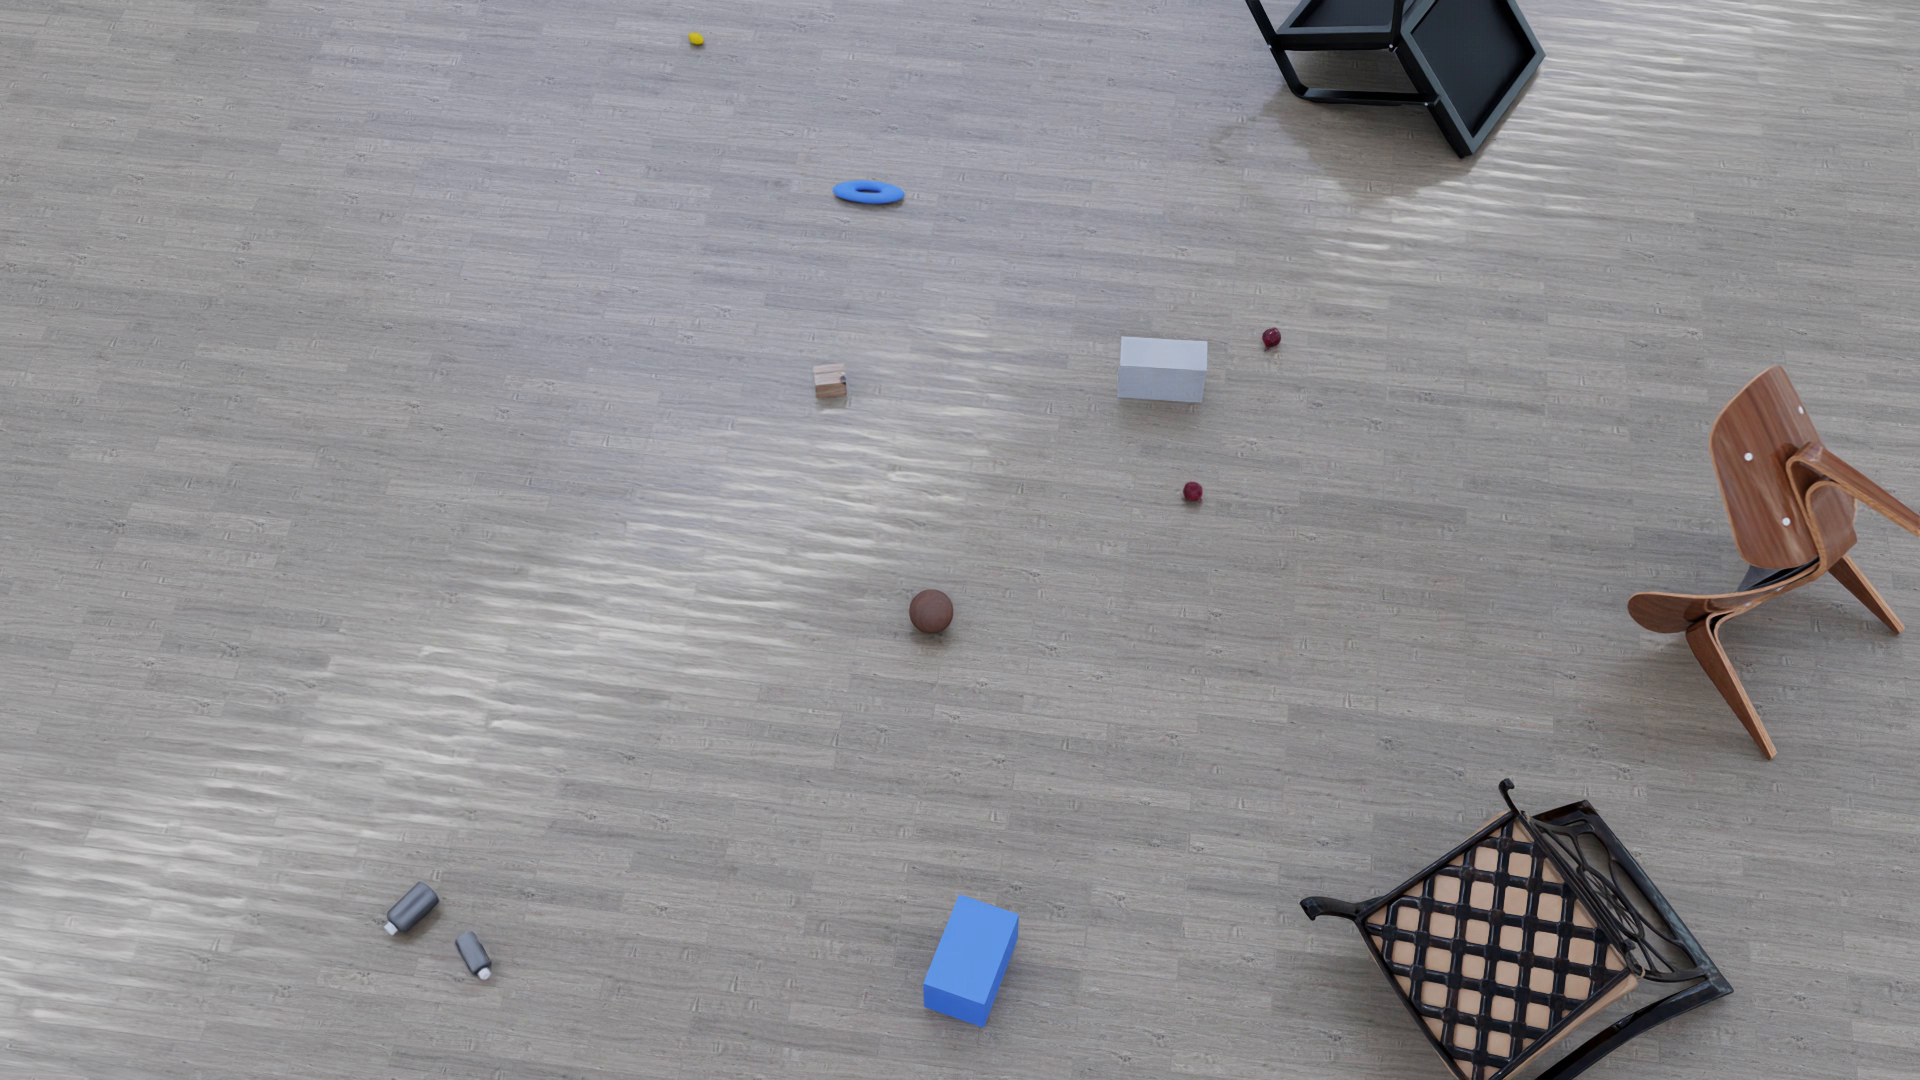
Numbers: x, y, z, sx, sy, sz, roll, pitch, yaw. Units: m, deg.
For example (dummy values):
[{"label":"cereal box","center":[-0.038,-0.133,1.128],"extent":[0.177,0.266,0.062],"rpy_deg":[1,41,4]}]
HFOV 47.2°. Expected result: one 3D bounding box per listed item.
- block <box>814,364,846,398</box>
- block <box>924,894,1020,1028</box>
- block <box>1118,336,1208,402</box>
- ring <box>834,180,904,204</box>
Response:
[{"label":"block","center":[-0.406,-0.498,6.868],"extent":[0.095,0.066,0.075],"rpy_deg":[-6,56,-4]},{"label":"block","center":[0.030,1.099,5.742],"extent":[0.166,0.158,0.265],"rpy_deg":[17,58,11]},{"label":"block","center":[0.628,-0.529,6.832],"extent":[0.265,0.161,0.114],"rpy_deg":[4,56,2]},{"label":"ring","center":[-0.304,-1.160,7.329],"extent":[0.242,0.039,0.086],"rpy_deg":[4,55,4]}]
